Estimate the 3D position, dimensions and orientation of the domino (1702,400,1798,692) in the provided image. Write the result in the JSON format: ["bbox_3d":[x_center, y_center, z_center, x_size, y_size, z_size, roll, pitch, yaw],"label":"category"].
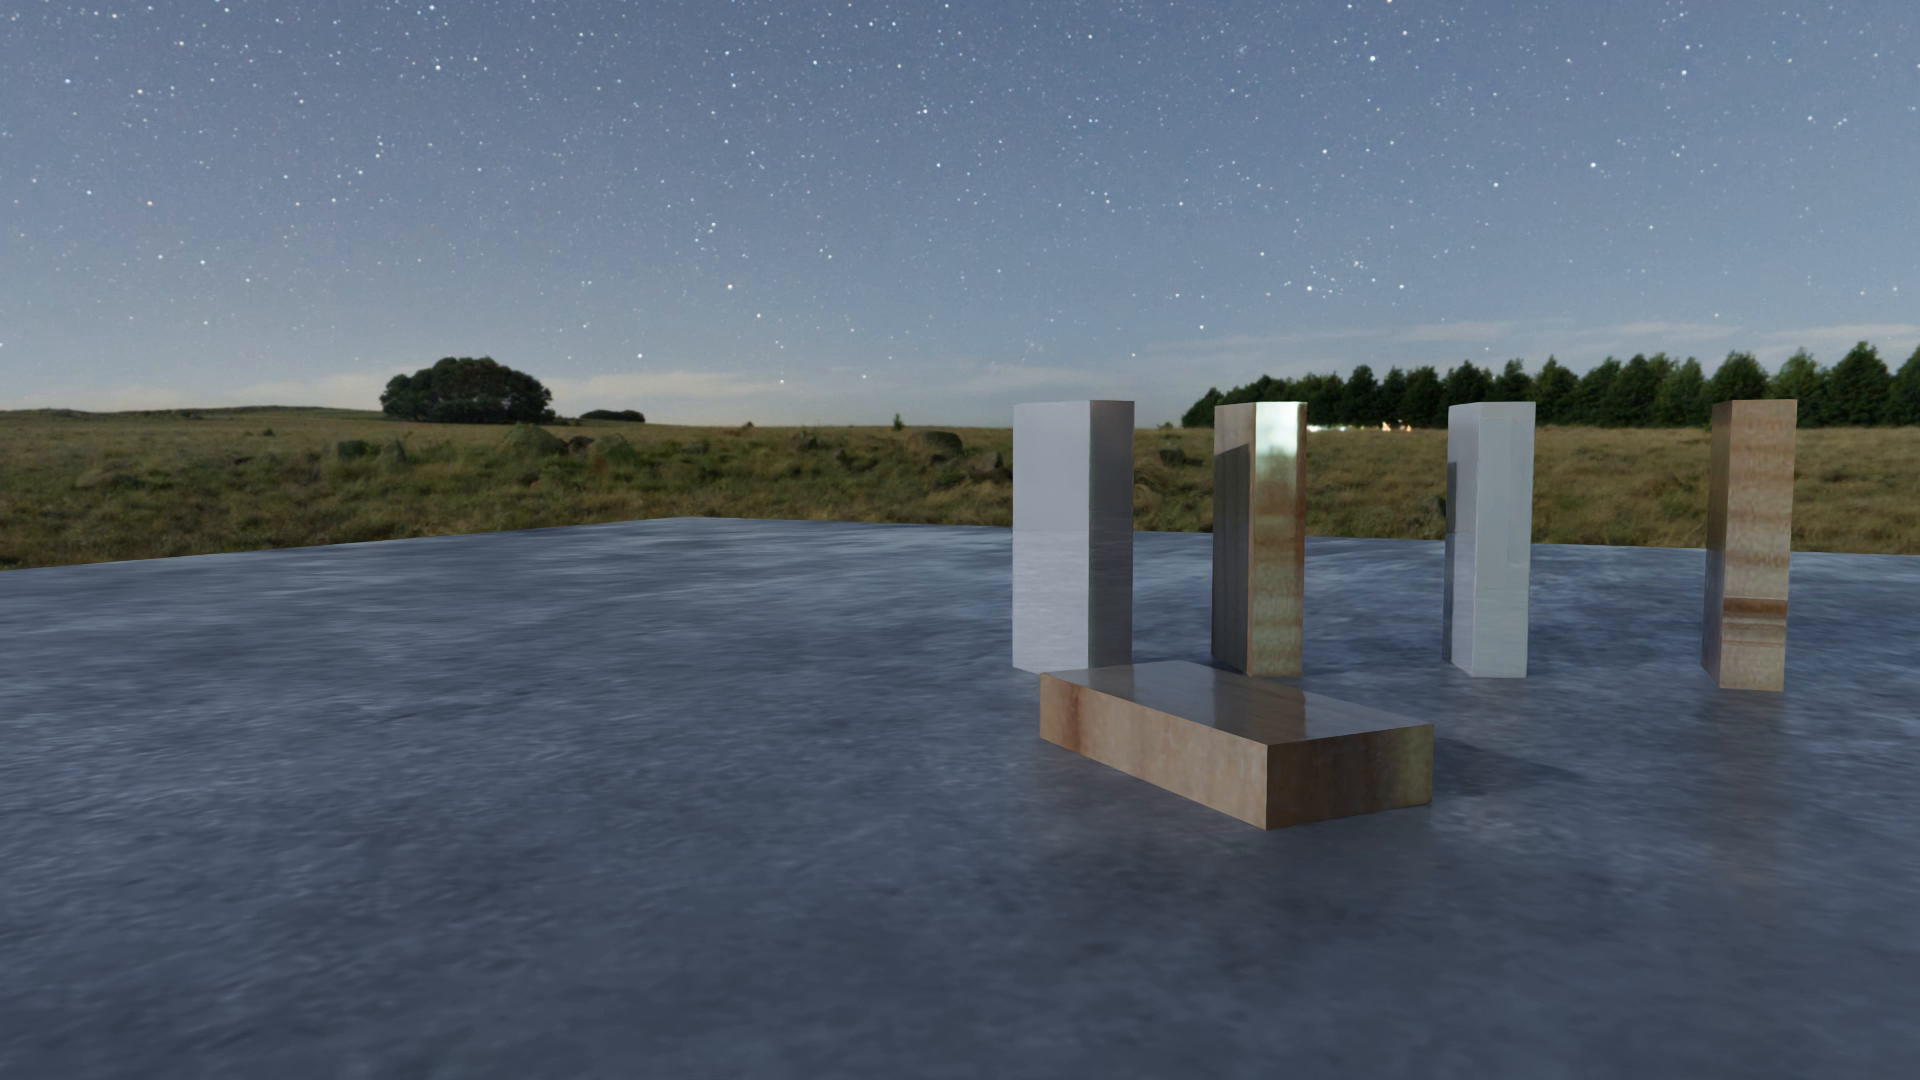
[{"bbox_3d":[0.142,0.000,0.232,0.010,0.050,0.025,2,5,23],"label":"domino"}]

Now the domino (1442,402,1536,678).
[{"bbox_3d":[0.100,-0.001,0.244,0.010,0.050,0.025,1,4,9],"label":"domino"}]

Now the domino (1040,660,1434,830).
[{"bbox_3d":[0.034,0.025,0.169,0.025,0.010,0.050,-2,5,-26],"label":"domino"}]

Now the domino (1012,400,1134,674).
[{"bbox_3d":[0.020,0.000,0.235,0.009,0.050,0.025,-2,5,-29],"label":"domino"}]

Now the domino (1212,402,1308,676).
[{"bbox_3d":[0.057,-0.001,0.246,0.009,0.050,0.025,0,4,-6],"label":"domino"}]
